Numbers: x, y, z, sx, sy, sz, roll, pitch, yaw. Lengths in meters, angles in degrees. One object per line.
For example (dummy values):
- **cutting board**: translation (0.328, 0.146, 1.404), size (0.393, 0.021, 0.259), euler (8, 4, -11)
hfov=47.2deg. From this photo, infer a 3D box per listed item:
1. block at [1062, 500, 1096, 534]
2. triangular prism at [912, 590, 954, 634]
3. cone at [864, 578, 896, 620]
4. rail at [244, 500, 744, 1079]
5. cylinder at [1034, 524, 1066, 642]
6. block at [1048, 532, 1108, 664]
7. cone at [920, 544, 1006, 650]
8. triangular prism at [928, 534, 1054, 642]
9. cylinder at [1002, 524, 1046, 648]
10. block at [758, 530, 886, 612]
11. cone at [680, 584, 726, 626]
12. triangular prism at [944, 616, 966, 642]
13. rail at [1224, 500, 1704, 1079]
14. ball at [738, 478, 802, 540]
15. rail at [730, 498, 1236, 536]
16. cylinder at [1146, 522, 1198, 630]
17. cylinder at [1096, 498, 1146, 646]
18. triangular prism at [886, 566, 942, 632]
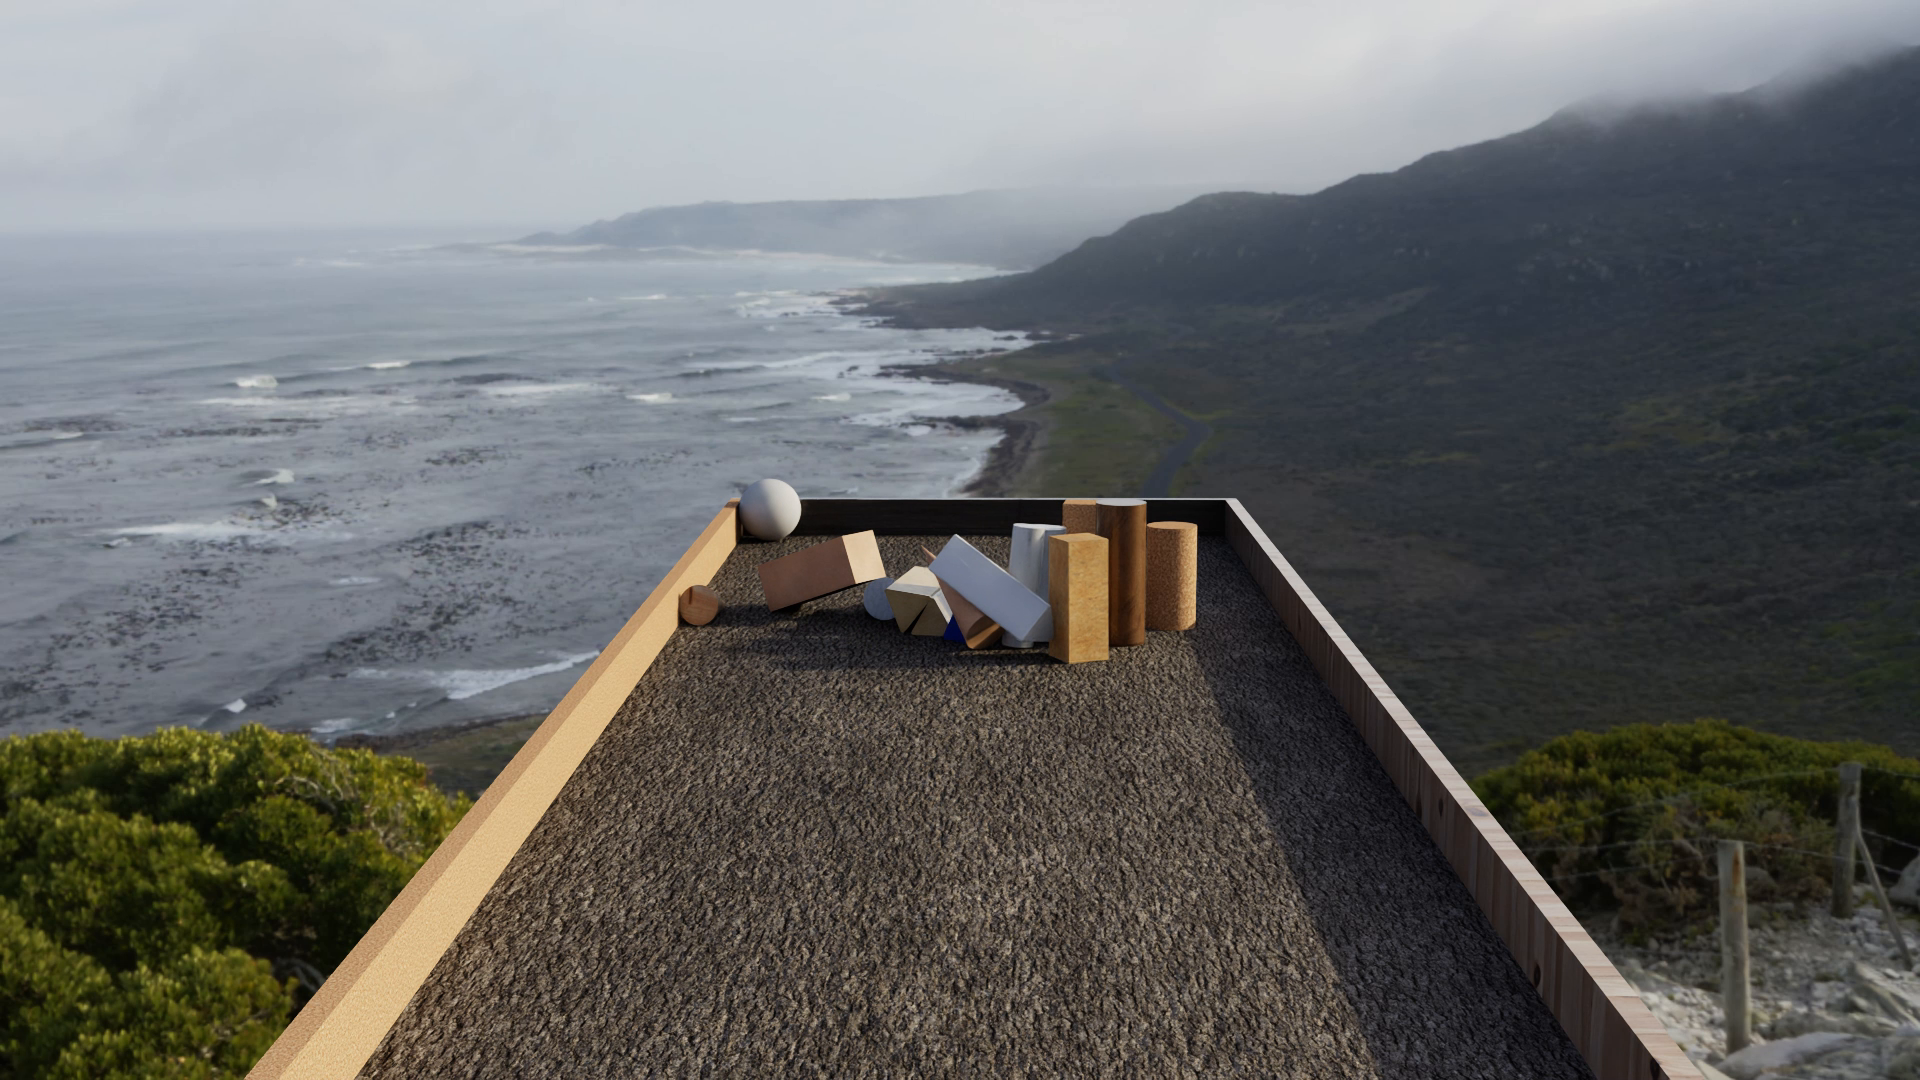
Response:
- **block**: translation (0.399, 0.078, 7.204), size (0.115, 0.410, 0.115), euler (1, 9, 9)
- **triangular prism**: translation (-0.058, 0.220, 7.217), size (0.139, 0.120, 0.323), euler (2, 9, 11)
- **cone**: translation (-0.267, 0.201, 7.516), size (0.143, 0.143, 0.386), euler (-1, -2, -5)
- **rail**: translation (-1.004, 0.839, 3.234), size (0.050, 0.150, 12.000), euler (0, 9, 1)
- **cylinder**: translation (0.255, 0.136, 6.995), size (0.157, 0.355, 0.157), euler (1, 7, 0)
- **block**: translation (0.361, 0.176, 6.702), size (0.134, 0.373, 0.134), euler (-5, 10, -24)
- **cone**: translation (-0.021, 0.148, 6.947), size (0.153, 0.153, 0.428), euler (-6, 42, -35)
- **triangular prism**: translation (0.111, 0.143, 6.791), size (0.139, 0.121, 0.459), euler (-3, 30, -44)
- **cylinder**: translation (0.198, 0.143, 6.877), size (0.102, 0.378, 0.102), euler (5, 8, -1)
- **block**: translation (-0.469, 0.105, 7.419), size (0.396, 0.163, 0.163), euler (-18, -4, 36)
- **cone**: translation (-0.831, 0.221, 7.404), size (0.133, 0.133, 0.339), euler (2, -2, 10)
- **triangular prism**: translation (0.140, 0.241, 7.108), size (0.414, 0.114, 0.132), euler (-9, 12, -43)
- **rail**: translation (1.046, 0.843, 3.208), size (0.050, 0.150, 12.000), euler (0, 9, 1)
- **ball**: translation (-0.776, -0.124, 8.976), size (0.255, 0.255, 0.255), euler (0, 9, 0)
- **rail**: translation (0.099, -0.098, 9.147), size (2.100, 0.150, 0.050), euler (0, 9, 1)
- **cylinder**: translation (0.692, 0.117, 7.201), size (0.164, 0.335, 0.164), euler (0, 9, 0)
- **cylinder**: translation (0.506, 0.102, 6.937), size (0.159, 0.447, 0.159), euler (0, 9, 0)
- **triangular prism**: translation (-0.149, 0.167, 7.315), size (0.132, 0.152, 0.447), euler (39, 14, 3)
